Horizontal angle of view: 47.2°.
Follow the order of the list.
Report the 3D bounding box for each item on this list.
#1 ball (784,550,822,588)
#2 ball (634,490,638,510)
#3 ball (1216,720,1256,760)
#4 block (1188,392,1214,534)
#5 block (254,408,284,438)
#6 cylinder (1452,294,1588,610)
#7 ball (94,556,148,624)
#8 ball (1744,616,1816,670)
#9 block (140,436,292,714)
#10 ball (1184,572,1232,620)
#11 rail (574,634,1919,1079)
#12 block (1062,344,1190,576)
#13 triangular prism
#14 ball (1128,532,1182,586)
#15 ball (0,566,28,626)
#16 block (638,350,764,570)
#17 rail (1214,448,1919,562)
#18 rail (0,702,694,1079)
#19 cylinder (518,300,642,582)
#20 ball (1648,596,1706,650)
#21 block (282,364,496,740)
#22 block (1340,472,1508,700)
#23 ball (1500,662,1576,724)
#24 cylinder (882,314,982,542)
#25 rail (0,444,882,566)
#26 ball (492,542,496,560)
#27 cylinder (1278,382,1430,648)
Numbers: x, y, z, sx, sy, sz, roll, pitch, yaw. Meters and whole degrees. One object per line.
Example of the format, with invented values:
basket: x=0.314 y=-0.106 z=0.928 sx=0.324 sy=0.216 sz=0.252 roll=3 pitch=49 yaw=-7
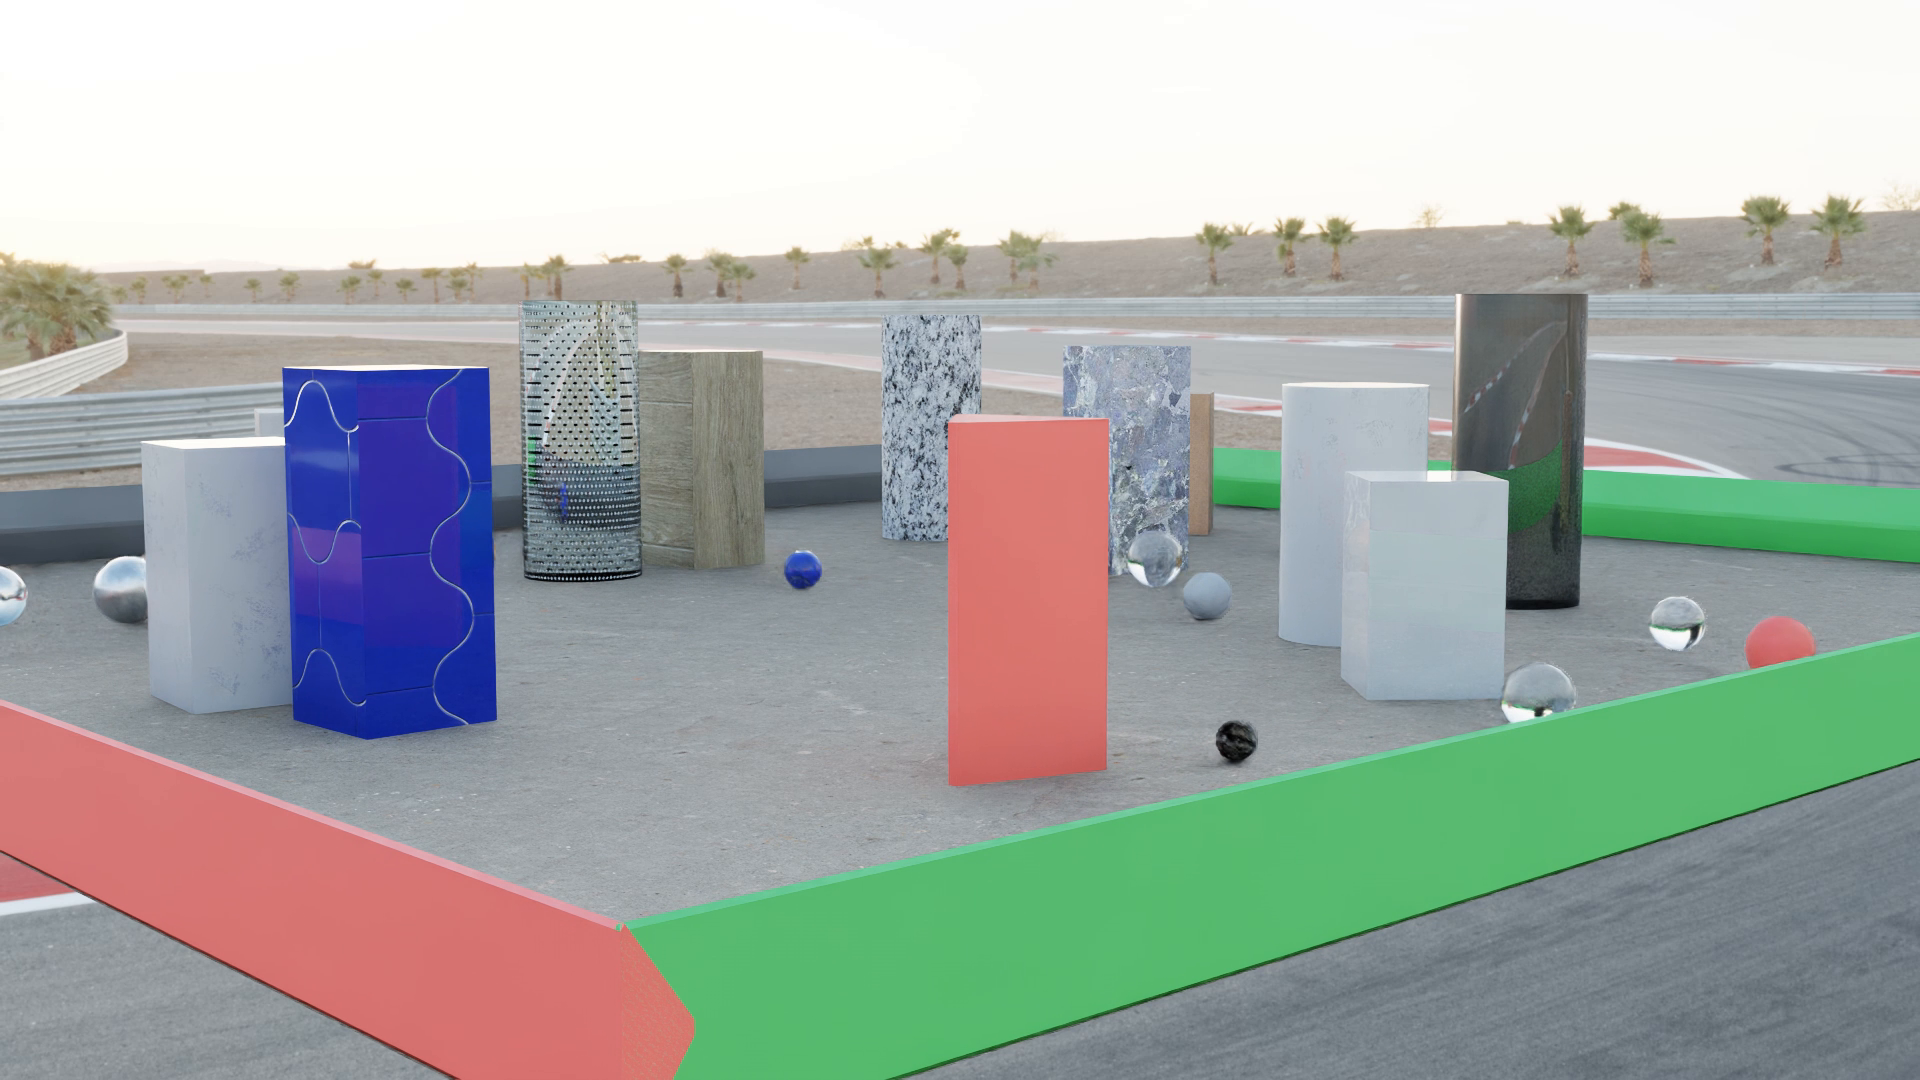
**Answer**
ball: x=-0.251 y=0.047 z=3.523 sx=0.062 sy=0.062 sz=0.062 roll=0 pitch=6 yaw=0
ball: x=-0.644 y=-0.085 z=4.657 sx=0.089 sy=0.089 sz=0.089 roll=0 pitch=6 yaw=0
ball: x=0.274 y=0.199 z=2.179 sx=0.041 sy=0.041 sz=0.041 roll=0 pitch=6 yaw=0
block: x=0.430 y=-0.159 z=4.452 sx=0.157 sy=0.279 sz=0.157 roll=1 pitch=6 yaw=10
block: x=-1.049 y=-0.068 z=3.553 sx=0.157 sy=0.284 sz=0.157 roll=-2 pitch=6 yaw=-20
cylinder: x=0.849 y=-0.139 z=3.350 sx=0.196 sy=0.468 sz=0.196 roll=0 pitch=6 yaw=0
ball: x=-1.183 y=0.071 z=3.132 sx=0.096 sy=0.096 sz=0.096 roll=0 pitch=6 yaw=0
ball: x=0.983 y=0.131 z=2.635 sx=0.080 sy=0.080 sz=0.080 roll=0 pitch=6 yaw=0
block: x=-0.830 y=0.035 z=2.523 sx=0.157 sy=0.294 sz=0.157 roll=-4 pitch=7 yaw=-36
ball: x=0.357 y=0.080 z=3.176 sx=0.069 sy=0.069 sz=0.069 roll=0 pitch=6 yaw=0
rail: x=1.002 y=0.146 z=2.251 sx=3.248 sy=0.128 sz=0.045 roll=-5 pitch=8 yaw=-42
block: x=0.286 y=-0.142 z=3.790 sx=0.157 sy=0.383 sz=0.157 roll=-3 pitch=7 yaw=-29
triangular prism: x=0.034 y=0.050 z=2.151 sx=0.170 sy=0.341 sz=0.147 roll=-3 pitch=7 yaw=-27
ball: x=0.314 y=0.031 z=3.547 sx=0.088 sy=0.088 sz=0.088 roll=0 pitch=6 yaw=0
ball: x=-1.361 y=0.080 z=3.098 sx=0.086 sy=0.086 sz=0.086 roll=0 pitch=6 yaw=0
block: x=-0.456 y=-0.146 z=3.870 sx=0.157 sy=0.373 sz=0.157 roll=-6 pitch=8 yaw=-44
rail: x=1.176 y=-0.080 z=4.411 sx=0.045 sy=0.128 sz=3.004 roll=-5 pitch=8 yaw=-42
rail: x=-1.176 y=0.146 z=2.253 sx=0.045 sy=0.128 sz=3.004 roll=-5 pitch=8 yaw=-42
cylinder: x=-0.635 y=-0.169 z=3.681 sx=0.196 sy=0.460 sz=0.196 roll=0 pitch=6 yaw=0
ball: x=0.941 y=0.109 z=2.883 sx=0.072 sy=0.072 sz=0.072 roll=0 pitch=6 yaw=0
block: x=-0.616 y=0.006 z=2.376 sx=0.157 sy=0.383 sz=0.157 roll=-6 pitch=8 yaw=-44
block: x=0.543 y=0.050 z=2.587 sx=0.157 sy=0.251 sz=0.157 roll=0 pitch=6 yaw=-1
ball: x=0.607 y=0.167 z=2.311 sx=0.076 sy=0.076 sz=0.076 roll=0 pitch=6 yaw=0
cylinder: x=-0.056 y=-0.224 z=4.329 sx=0.196 sy=0.435 sz=0.196 roll=0 pitch=6 yaw=0
rail: x=-1.002 y=-0.080 z=4.412 sx=3.248 sy=0.128 sz=0.045 roll=-5 pitch=8 yaw=-42
ball: x=-0.829 y=0.021 z=3.799 sx=0.057 sy=0.057 sz=0.057 roll=0 pitch=6 yaw=0
cylinder: x=0.534 y=-0.039 z=2.990 sx=0.196 sy=0.344 sz=0.196 roll=0 pitch=6 yaw=0
